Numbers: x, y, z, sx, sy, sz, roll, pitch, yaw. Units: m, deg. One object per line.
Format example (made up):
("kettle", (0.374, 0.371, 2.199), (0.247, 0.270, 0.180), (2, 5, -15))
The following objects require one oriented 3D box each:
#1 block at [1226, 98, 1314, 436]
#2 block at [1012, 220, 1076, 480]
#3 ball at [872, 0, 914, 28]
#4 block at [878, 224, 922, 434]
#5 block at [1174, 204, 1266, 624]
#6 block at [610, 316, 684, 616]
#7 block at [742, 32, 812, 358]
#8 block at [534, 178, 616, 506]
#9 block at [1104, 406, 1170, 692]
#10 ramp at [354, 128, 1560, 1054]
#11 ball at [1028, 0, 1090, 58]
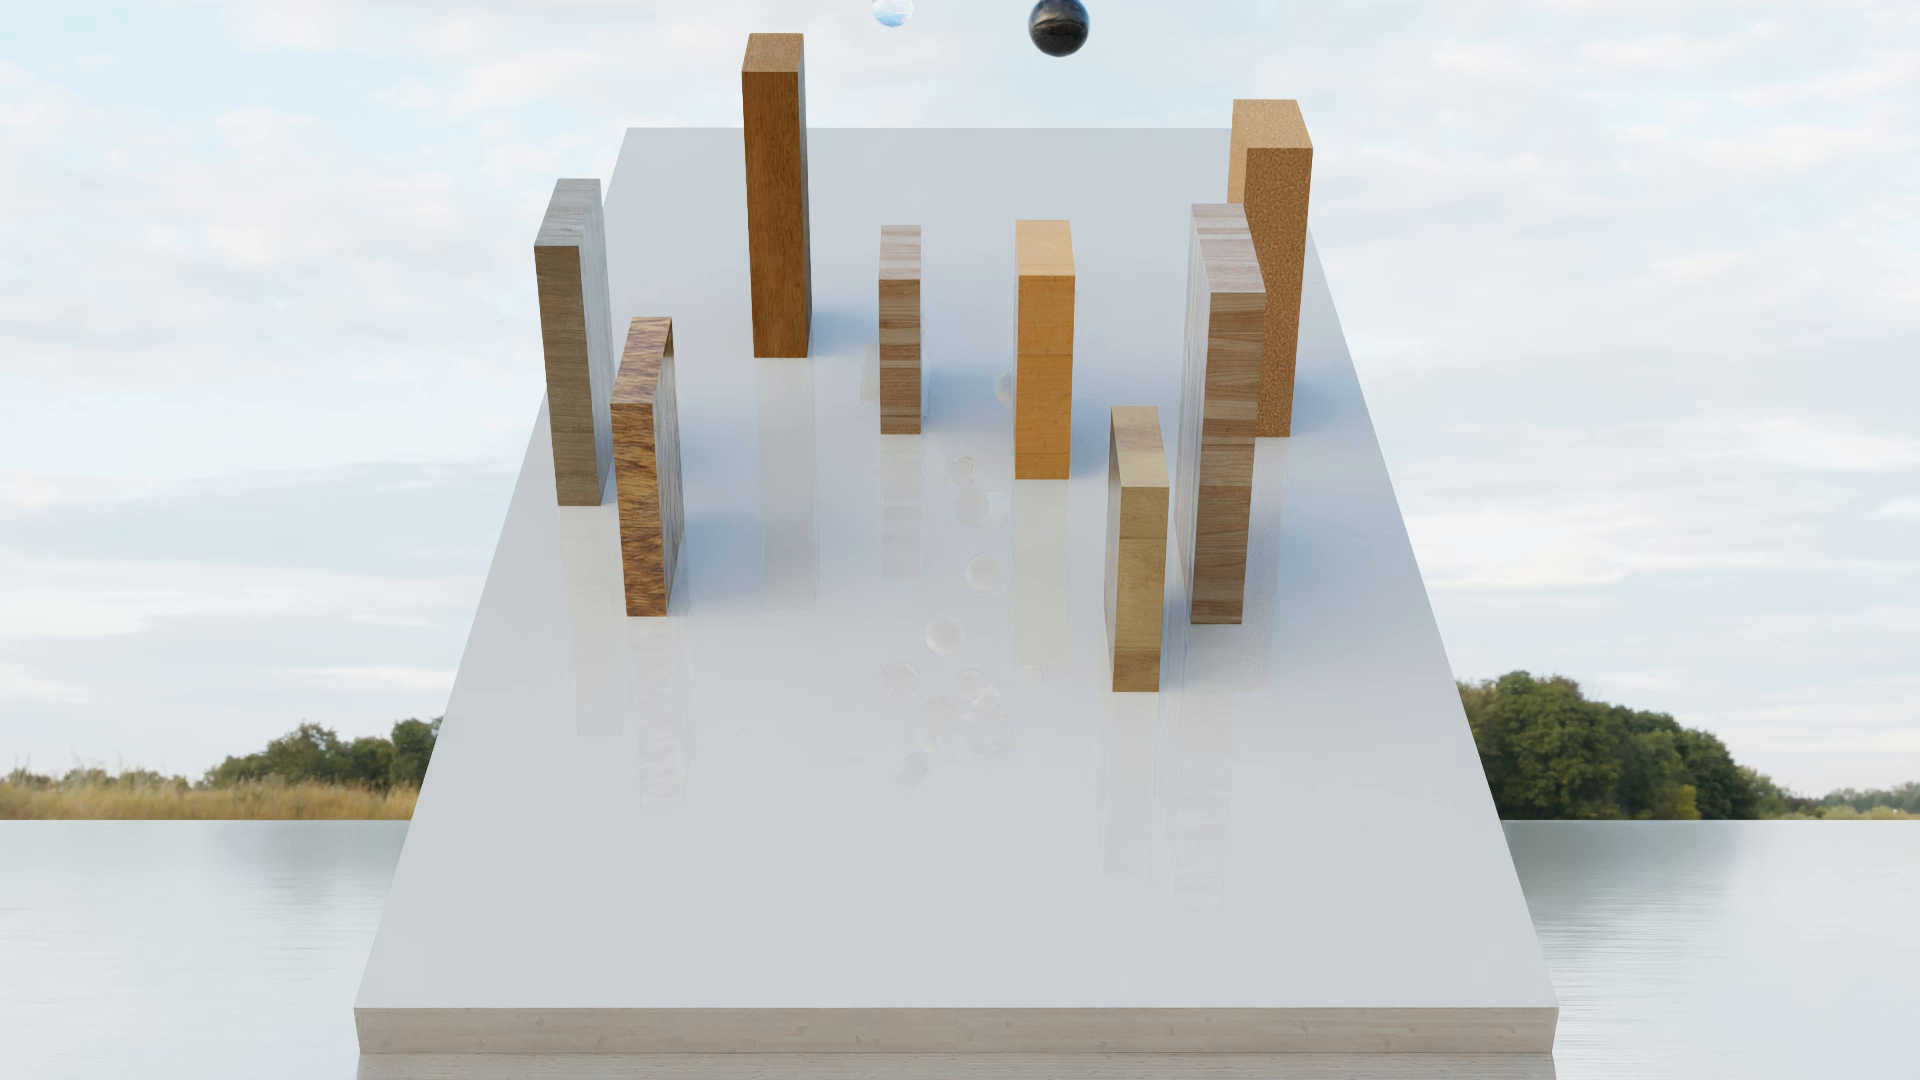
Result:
("block", (0.707, -0.634, 5.687), (0.147, 0.726, 0.305), (0, 31, 0))
("block", (0.189, -0.436, 5.562), (0.124, 0.511, 0.306), (0, 31, 0))
("ball", (-0.200, -1.579, 7.171), (0.125, 0.125, 0.125), (0, -6, 0))
("block", (-0.140, -0.502, 5.778), (0.095, 0.401, 0.312), (0, 31, 0))
("block", (0.532, -0.261, 5.029), (0.106, 0.755, 0.436), (0, 31, 0))
("block", (-0.652, -0.157, 5.096), (0.083, 0.500, 0.398), (0, 31, 0))
("block", (-0.450, -0.850, 6.020), (0.133, 0.750, 0.275), (0, 31, 0))
("block", (-0.855, -0.444, 5.447), (0.095, 0.634, 0.373), (0, 31, 0))
("block", (0.349, 0.016, 4.842), (0.091, 0.468, 0.331), (0, 31, 0))
("ramp", (-0.014, -0.204, 5.766), (2.000, 0.100, 4.000), (0, 31, 0))
("ball", (0.286, -1.486, 7.006), (0.184, 0.184, 0.184), (0, -6, 0))
